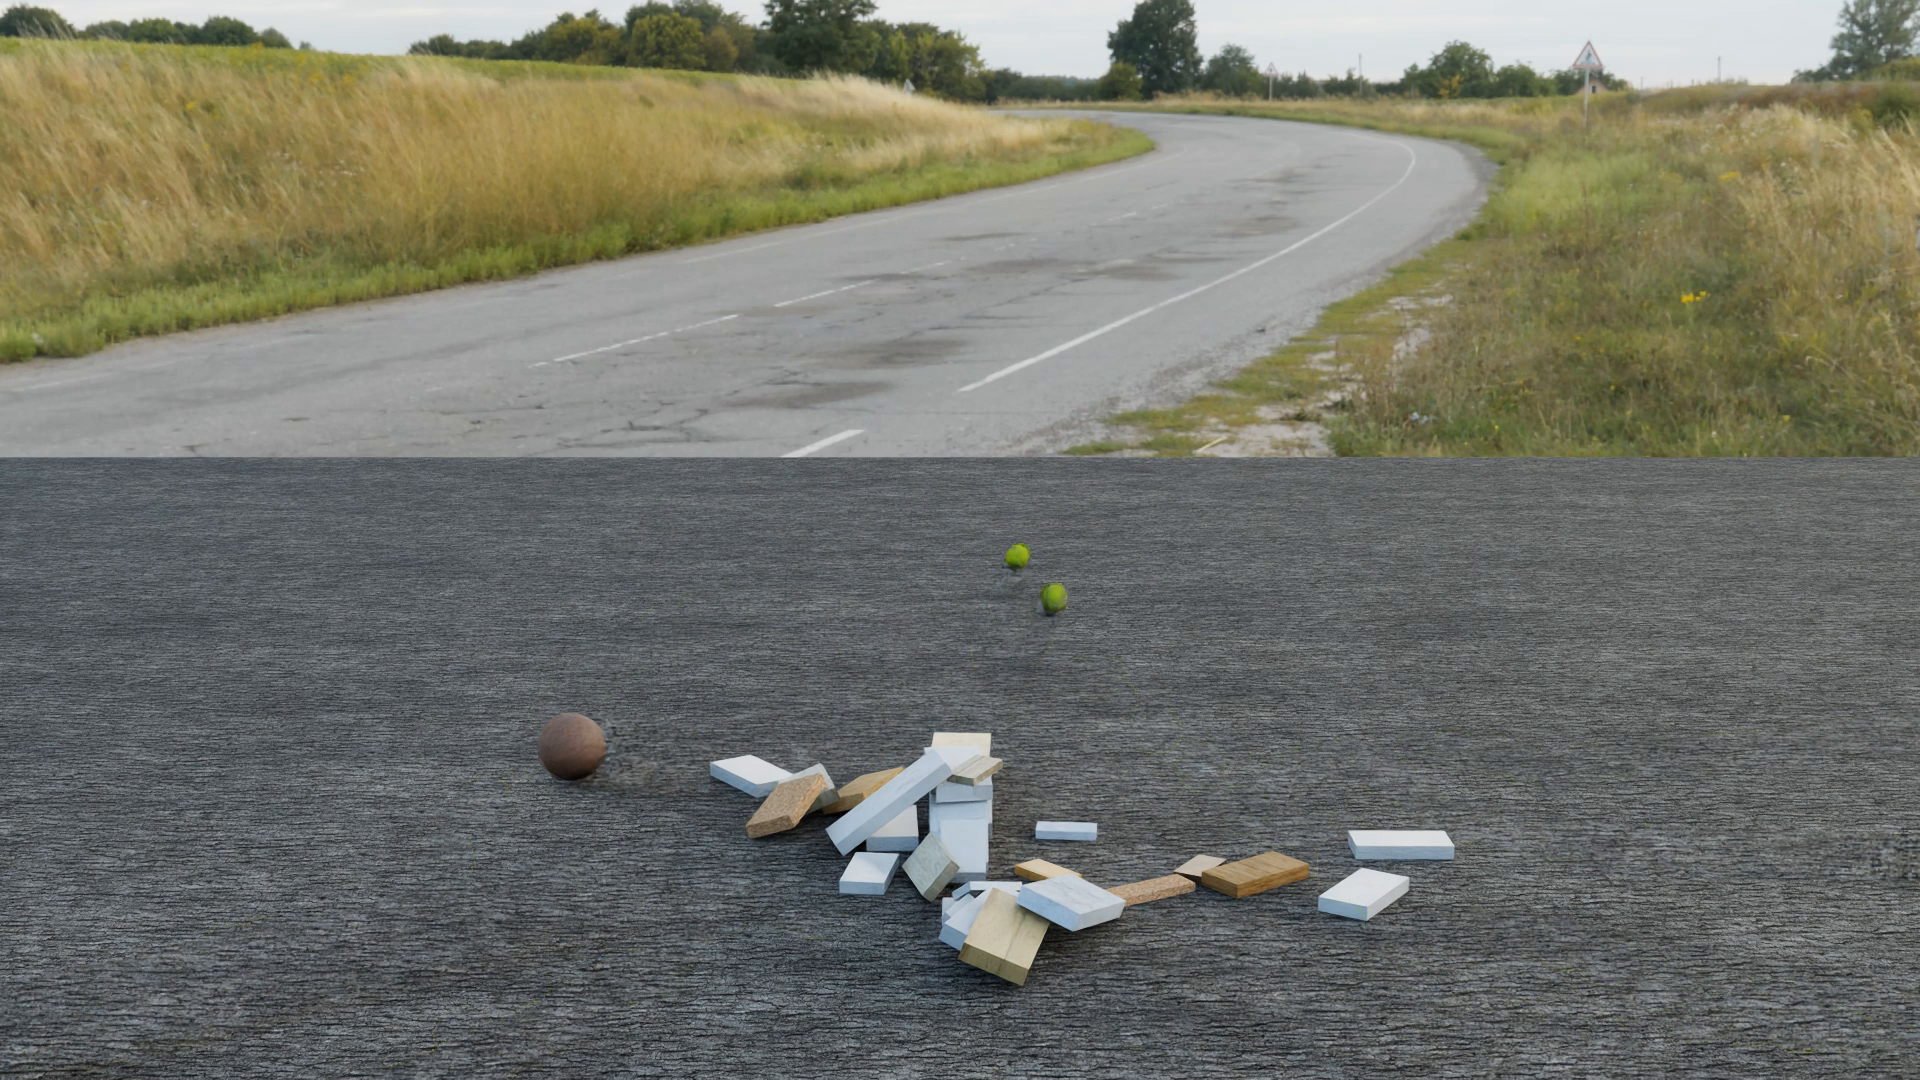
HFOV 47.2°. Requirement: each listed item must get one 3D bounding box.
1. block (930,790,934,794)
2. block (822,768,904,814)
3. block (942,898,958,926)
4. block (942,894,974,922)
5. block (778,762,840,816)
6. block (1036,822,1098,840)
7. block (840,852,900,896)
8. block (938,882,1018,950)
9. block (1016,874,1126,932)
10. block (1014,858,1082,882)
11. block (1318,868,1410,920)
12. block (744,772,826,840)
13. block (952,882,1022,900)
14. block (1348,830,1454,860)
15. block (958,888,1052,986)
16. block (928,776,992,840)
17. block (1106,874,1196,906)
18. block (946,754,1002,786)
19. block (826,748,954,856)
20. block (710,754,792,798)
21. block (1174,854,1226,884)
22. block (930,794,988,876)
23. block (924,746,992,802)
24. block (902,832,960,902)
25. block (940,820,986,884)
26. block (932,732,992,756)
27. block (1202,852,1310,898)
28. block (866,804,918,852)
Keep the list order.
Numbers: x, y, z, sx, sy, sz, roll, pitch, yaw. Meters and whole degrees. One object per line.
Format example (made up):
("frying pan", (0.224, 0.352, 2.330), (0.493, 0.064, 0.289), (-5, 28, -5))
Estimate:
("block", (-0.003, 0.481, 3.958), (0.101, 0.029, 0.202), (0, 28, 0))
("block", (-0.181, 0.473, 4.156), (0.091, 0.026, 0.183), (-14, 4, 24))
("block", (-0.005, 0.602, 3.566), (0.047, 0.013, 0.094), (0, 11, 0))
("block", (0.010, 0.597, 3.504), (0.047, 0.013, 0.095), (38, 22, 13))
("block", (-0.285, 0.471, 4.137), (0.091, 0.026, 0.183), (-23, 13, -8))
("block", (0.192, 0.526, 3.974), (0.109, 0.015, 0.054), (1, 11, 6))
("block", (-0.154, 0.566, 3.738), (0.076, 0.021, 0.151), (1, 11, 8))
("block", (0.058, 0.601, 3.436), (0.104, 0.029, 0.208), (25, 19, 18))
("block", (0.177, 0.573, 3.482), (0.104, 0.029, 0.208), (23, 7, 24))
("block", (0.150, 0.569, 3.742), (0.054, 0.015, 0.109), (-9, 14, -40))
("block", (0.667, 0.584, 3.633), (0.086, 0.024, 0.171), (7, 13, 33))
("block", (-0.317, 0.484, 4.016), (0.091, 0.026, 0.183), (-17, 13, 20))
("block", (0.045, 0.573, 3.589), (0.104, 0.015, 0.052), (6, -31, -34))
("block", (0.778, 0.538, 3.882), (0.171, 0.024, 0.086), (0, 11, 1))
("block", (0.072, 0.602, 3.352), (0.104, 0.029, 0.208), (22, 18, 7))
("block", (0.001, 0.478, 4.051), (0.114, 0.032, 0.229), (0, 23, 0))
("block", (0.308, 0.584, 3.659), (0.169, 0.015, 0.052), (-6, 12, -31))
("block", (0.027, 0.412, 3.934), (0.054, 0.015, 0.109), (8, 17, 28))
("block", (-0.126, 0.465, 3.909), (0.242, 0.026, 0.092), (-37, 17, -5))
("block", (-0.403, 0.460, 4.295), (0.092, 0.026, 0.184), (-7, 13, -34))
("block", (0.411, 0.564, 3.767), (0.052, 0.015, 0.104), (6, 12, 30))
("block", (-0.002, 0.514, 3.838), (0.101, 0.029, 0.202), (0, 28, 0))
("block", (-0.004, 0.422, 3.981), (0.101, 0.029, 0.202), (-2, 15, -7))
("block", (-0.049, 0.549, 3.695), (0.021, 0.076, 0.151), (40, -1, -18))
("block", (0.005, 0.531, 3.753), (0.076, 0.021, 0.151), (0, 28, 0))
("block", (0.001, 0.424, 4.299), (0.114, 0.032, 0.229), (0, 11, 2))
("block", (0.501, 0.567, 3.728), (0.171, 0.024, 0.085), (-8, 13, -37))
("block", (-0.123, 0.520, 3.975), (0.092, 0.026, 0.185), (0, 11, -2))
